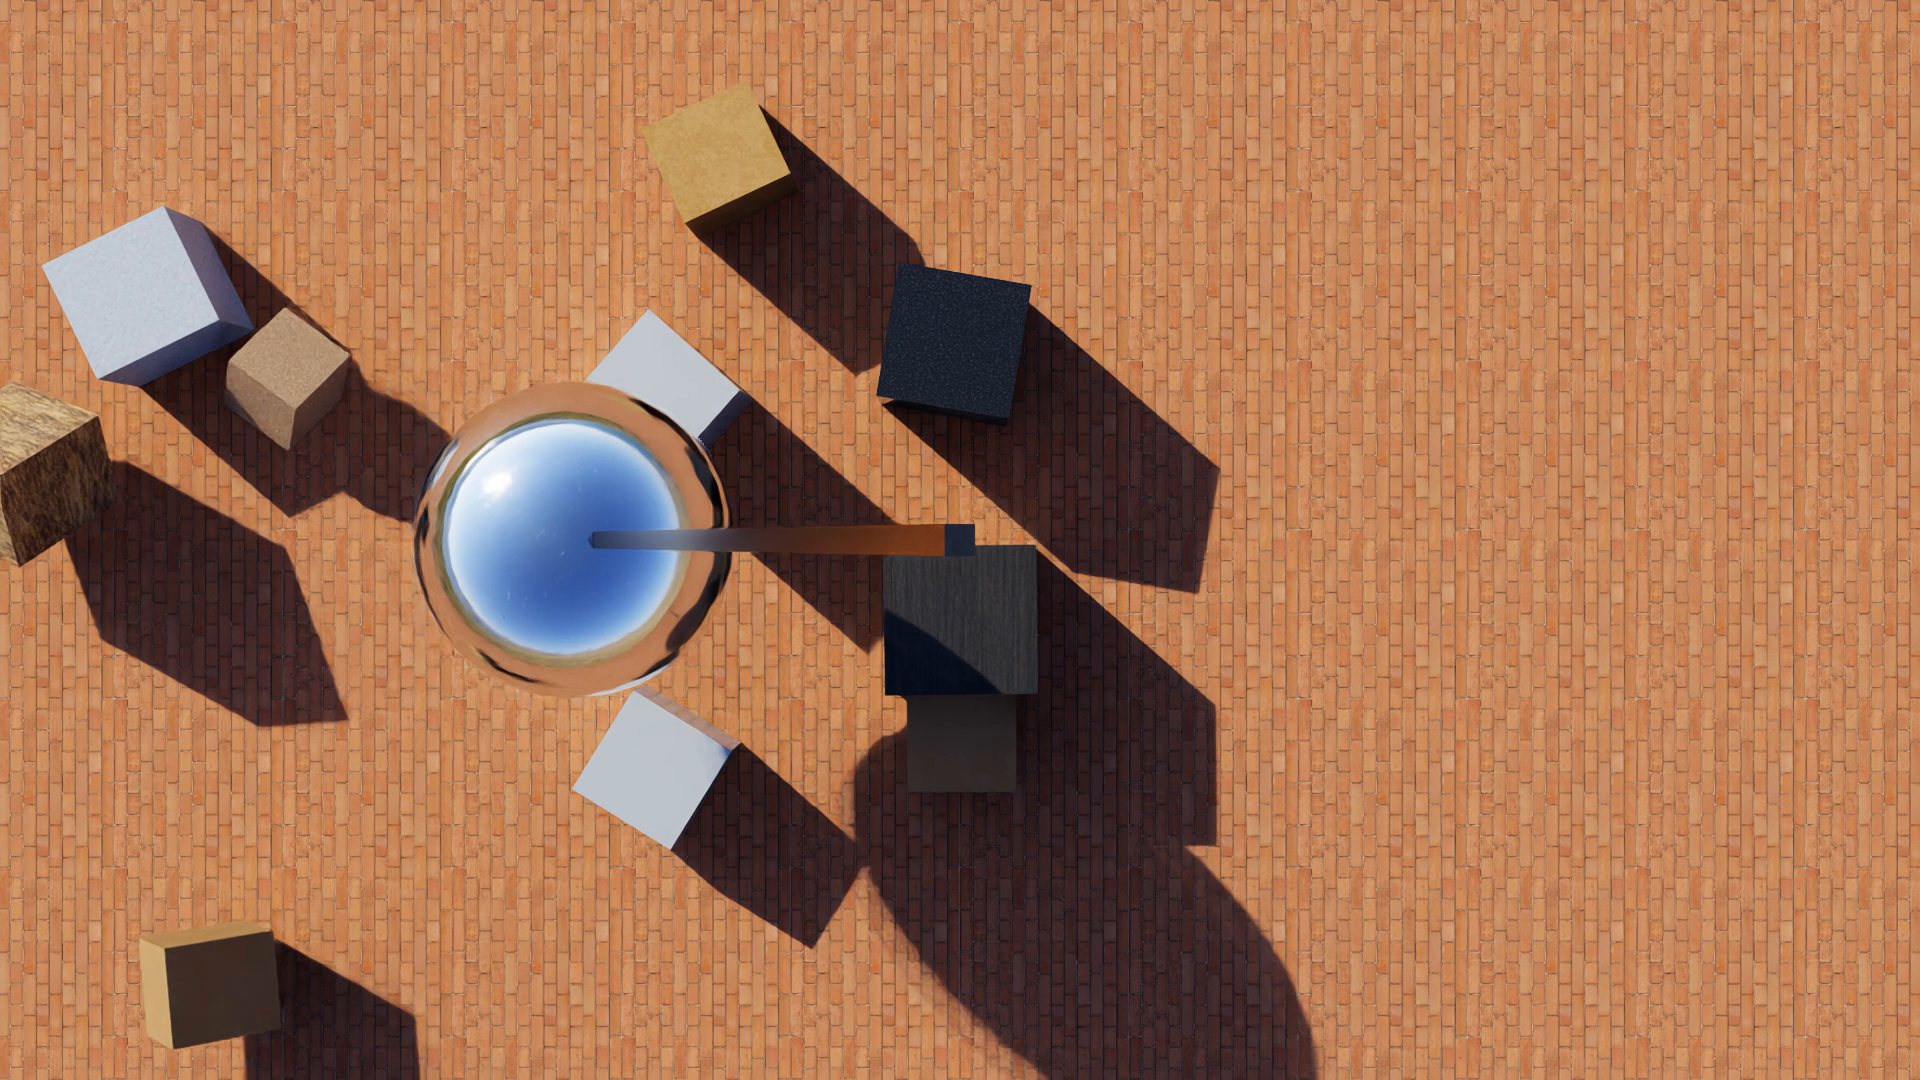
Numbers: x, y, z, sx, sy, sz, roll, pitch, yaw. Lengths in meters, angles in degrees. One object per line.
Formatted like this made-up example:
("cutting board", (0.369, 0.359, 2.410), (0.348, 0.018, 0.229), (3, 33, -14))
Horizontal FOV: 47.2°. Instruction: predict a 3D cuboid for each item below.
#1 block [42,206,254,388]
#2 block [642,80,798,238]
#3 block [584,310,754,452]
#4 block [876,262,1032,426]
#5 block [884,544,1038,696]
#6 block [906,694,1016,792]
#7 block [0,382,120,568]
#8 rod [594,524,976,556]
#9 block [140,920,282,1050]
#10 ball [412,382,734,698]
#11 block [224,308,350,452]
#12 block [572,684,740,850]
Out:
("block", (-4.666, -1.392, 12.684), (0.763, 0.631, 0.713), (-26, 90, 0))
("block", (-1.372, -2.181, 12.670), (0.658, 0.659, 0.580), (-25, 90, 0))
("block", (-1.705, -0.797, 12.596), (0.676, 0.807, 0.695), (42, 90, 0))
("block", (-0.033, -1.107, 12.596), (0.748, 0.808, 0.753), (10, 90, 0))
("block", (0.003, 0.445, 12.613), (0.851, 0.774, 0.830), (-1, 90, 0))
("block", (0.010, 1.146, 12.727), (0.620, 0.547, 0.566), (0, 90, 0))
("block", (-5.334, -0.379, 12.432), (0.675, 0.737, 0.600), (20, 130, 23))
("rod", (-0.842, 0.000, 7.879), (0.080, 5.200, 0.080), (0, 90, -19))
("block", (-4.294, 2.536, 12.590), (0.602, 0.585, 0.562), (-5, 90, -33))
("ball", (-1.943, 0.000, 11.096), (1.600, 1.600, 1.600), (0, 90, 0))
("block", (-3.874, -0.923, 12.654), (0.464, 0.508, 0.478), (36, 57, -1))
("block", (-1.746, 1.302, 12.728), (0.655, 0.544, 0.658), (32, 90, 0))
